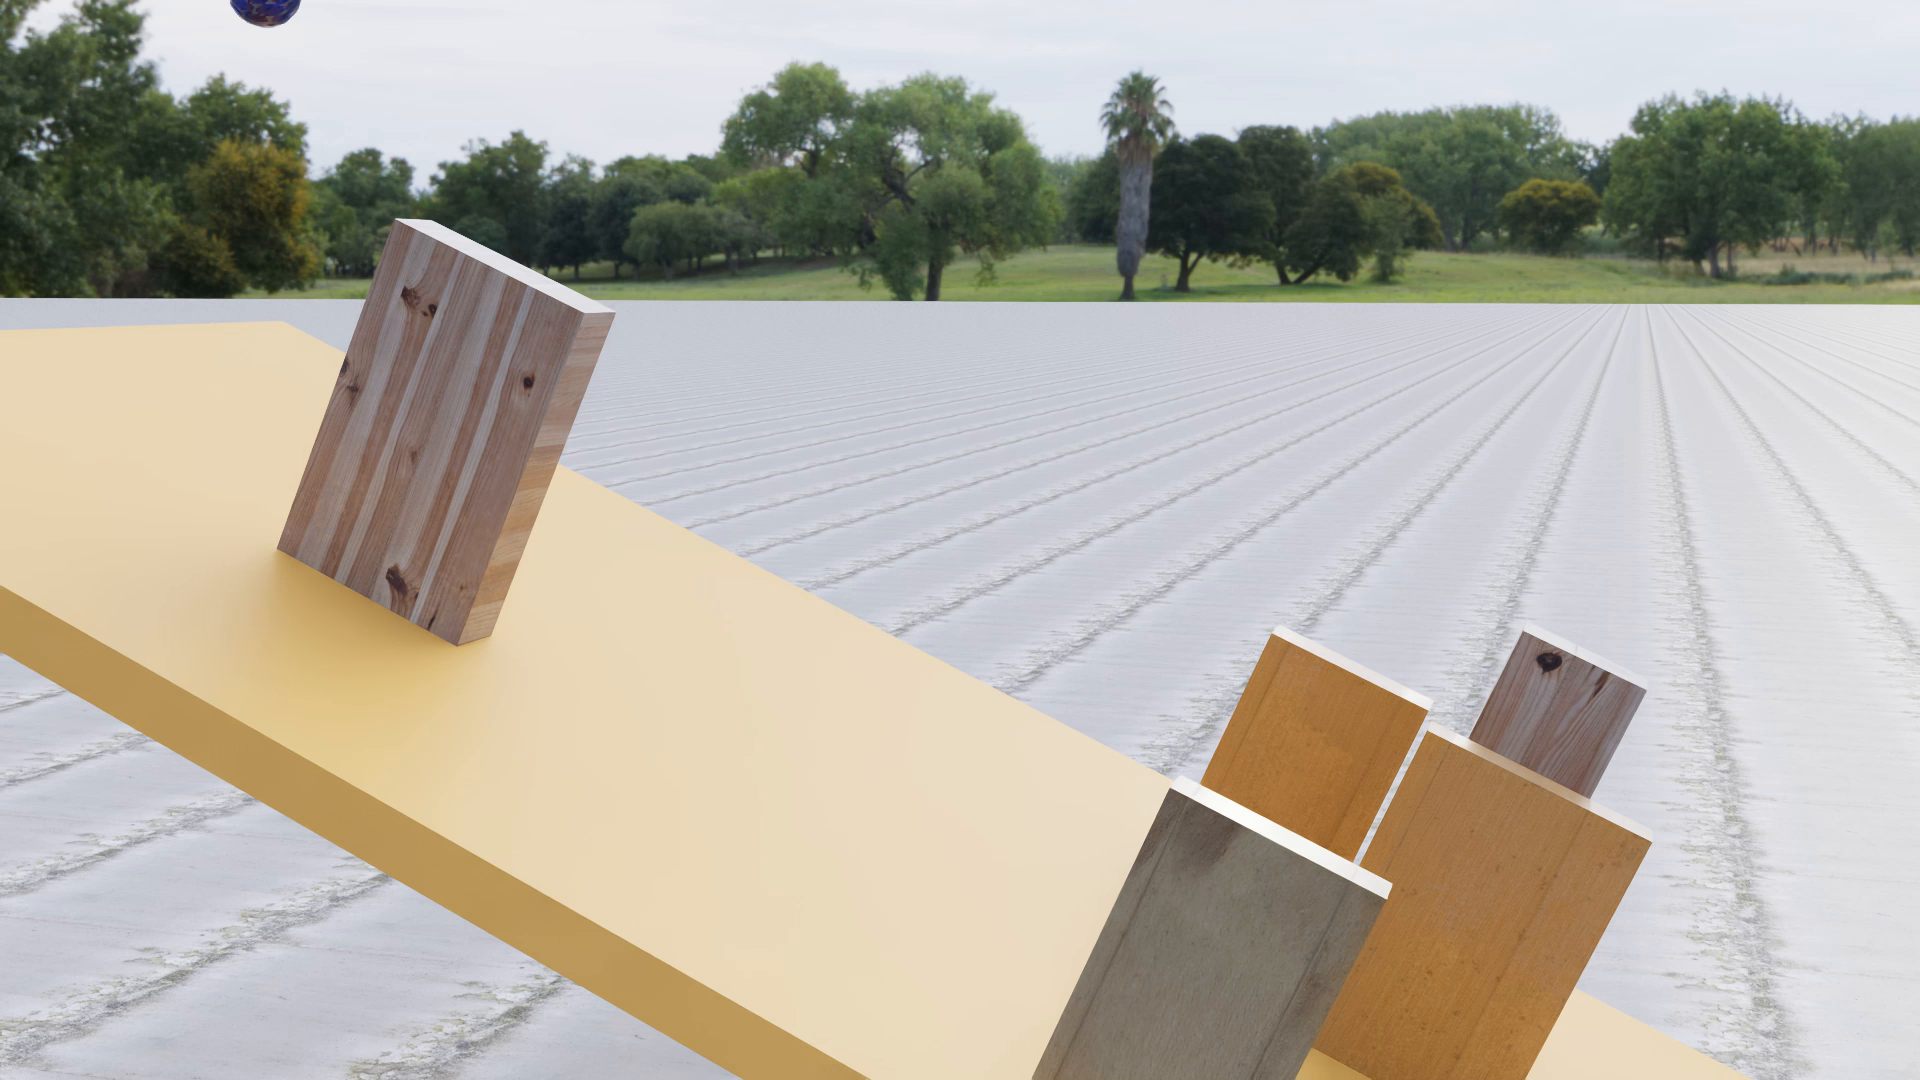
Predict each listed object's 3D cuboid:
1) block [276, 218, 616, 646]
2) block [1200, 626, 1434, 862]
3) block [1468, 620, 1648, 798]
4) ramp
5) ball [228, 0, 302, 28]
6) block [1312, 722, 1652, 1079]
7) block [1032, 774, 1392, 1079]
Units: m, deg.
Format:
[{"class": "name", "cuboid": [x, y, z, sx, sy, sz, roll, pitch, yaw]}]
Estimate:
[{"class": "block", "cuboid": [-0.944, -0.198, 4.021, 0.407, 0.662, 0.125, 27, 14, 13]}, {"class": "block", "cuboid": [0.713, 0.480, 4.579, 0.351, 0.491, 0.110, 27, 14, 13]}, {"class": "block", "cuboid": [0.996, 0.558, 4.122, 0.240, 0.780, 0.120, 27, 14, 13]}, {"class": "ramp", "cuboid": [-0.278, 0.480, 4.178, 4.000, 0.100, 2.000, 27, 14, 13]}, {"class": "ball", "cuboid": [-1.410, -1.114, 4.458, 0.146, 0.146, 0.146, 0, 7, 0]}, {"class": "block", "cuboid": [0.870, 0.679, 3.817, 0.409, 0.605, 0.083, 27, 14, 13]}, {"class": "block", "cuboid": [0.350, 0.656, 3.168, 0.335, 0.536, 0.080, 27, 14, 13]}]
